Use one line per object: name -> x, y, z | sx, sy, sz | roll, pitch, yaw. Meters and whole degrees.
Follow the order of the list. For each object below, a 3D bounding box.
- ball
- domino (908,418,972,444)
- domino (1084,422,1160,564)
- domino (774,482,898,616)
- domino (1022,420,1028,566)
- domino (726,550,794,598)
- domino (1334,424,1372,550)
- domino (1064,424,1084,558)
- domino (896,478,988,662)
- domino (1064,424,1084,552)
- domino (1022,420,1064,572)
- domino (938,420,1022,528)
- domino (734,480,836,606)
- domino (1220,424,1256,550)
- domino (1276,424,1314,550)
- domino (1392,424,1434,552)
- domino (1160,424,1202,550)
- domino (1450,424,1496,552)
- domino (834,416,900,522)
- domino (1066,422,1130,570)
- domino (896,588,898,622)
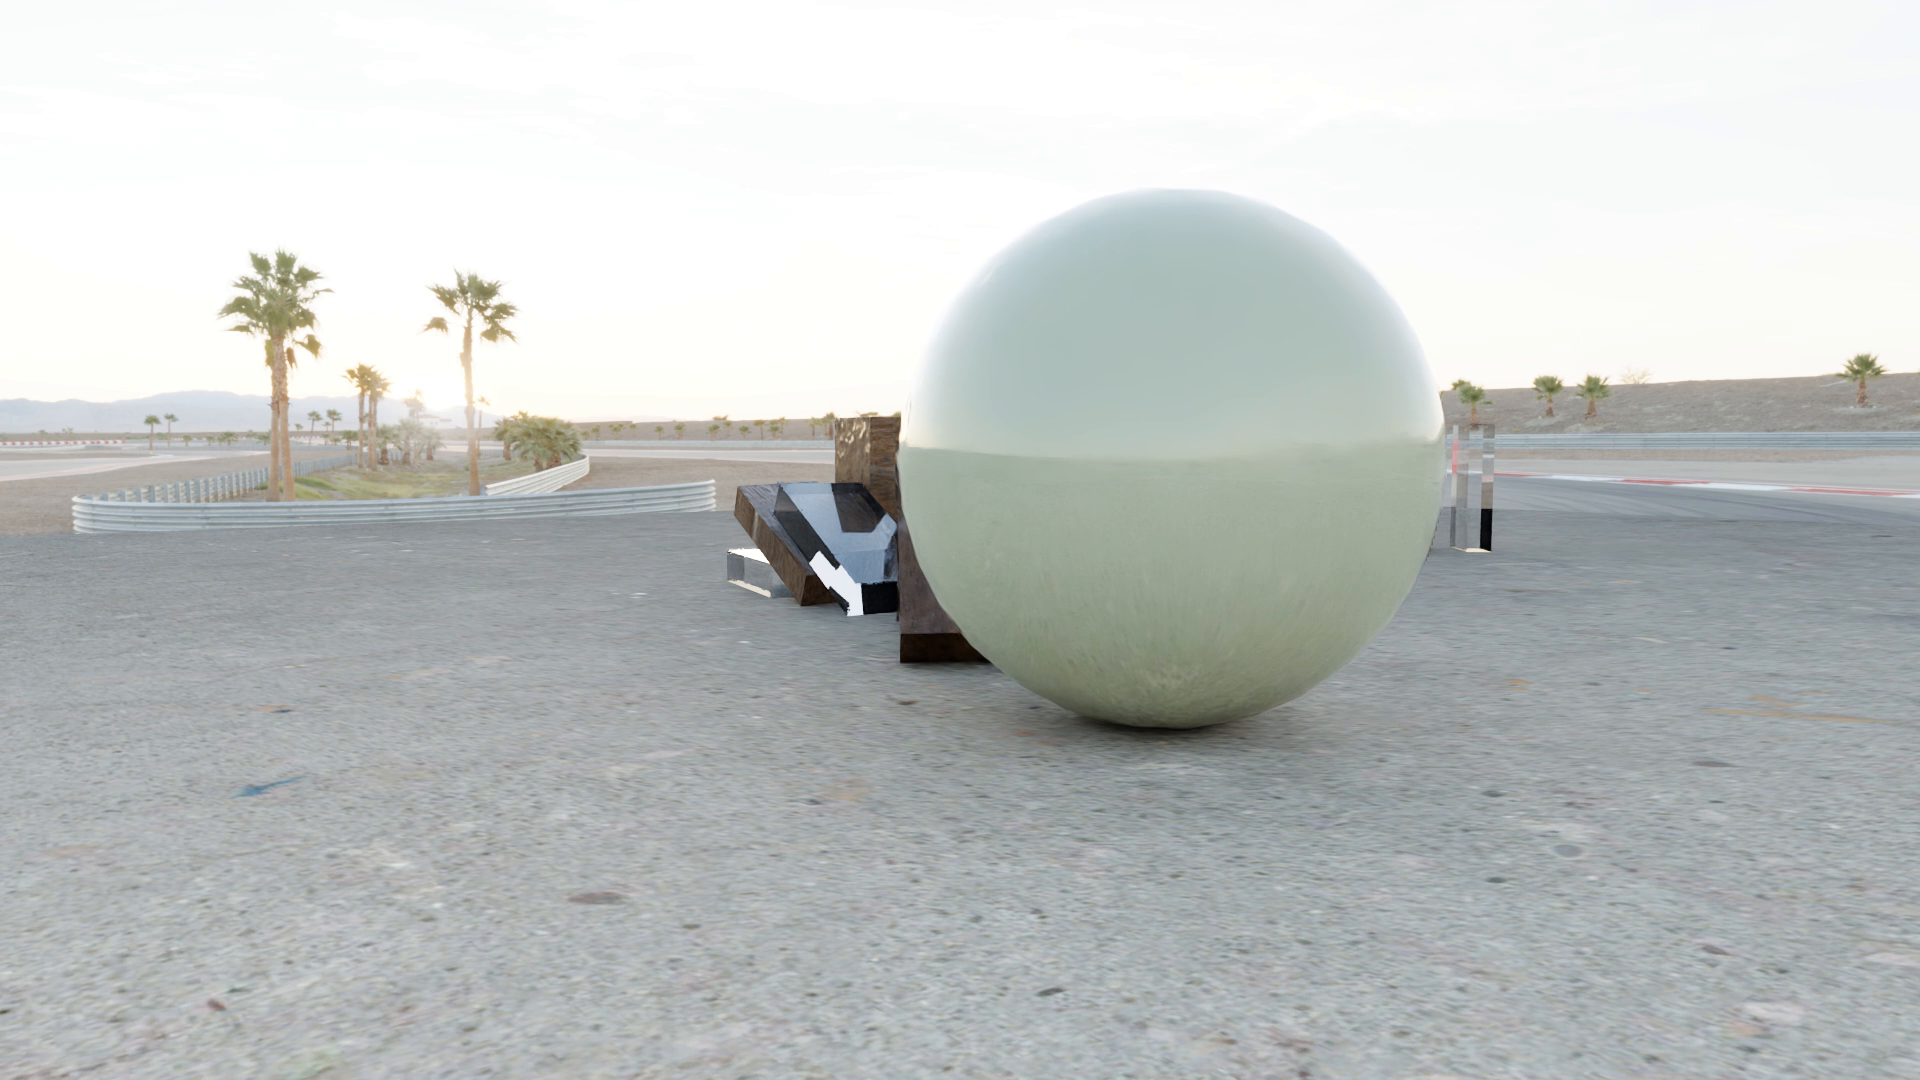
ball -> 0.030, -0.012, 0.193 | 0.080, 0.080, 0.080 | 0, 4, 0
domino -> -0.006, -0.011, 0.379 | 0.010, 0.050, 0.025 | -2, 5, -26
domino -> 0.058, -0.017, 0.462 | 0.025, 0.050, 0.009 | -1, 4, -10
domino -> -0.028, 0.001, 0.340 | 0.025, 0.010, 0.050 | -3, 33, -32
domino -> 0.009, -0.014, 0.420 | 0.025, 0.050, 0.009 | 1, 4, 17
domino -> -0.051, 0.009, 0.381 | 0.025, 0.010, 0.050 | -2, 5, -24
domino -> 0.160, -0.022, 0.522 | 0.010, 0.050, 0.025 | 0, 4, 6
domino -> 0.050, -0.019, 0.483 | 0.025, 0.050, 0.010 | -2, 5, -21
domino -> 0.000, 0.002, 0.263 | 0.025, 0.050, 0.010 | 0, -40, -4
domino -> 0.050, -0.020, 0.505 | 0.025, 0.050, 0.010 | 3, 5, 33
domino -> 0.025, -0.015, 0.435 | 0.009, 0.050, 0.025 | -2, 5, -22
domino -> 0.006, -0.012, 0.397 | 0.025, 0.050, 0.010 | 1, 4, 7
domino -> -0.042, 0.000, 0.358 | 0.025, 0.010, 0.050 | -5, 32, -31
domino -> 0.113, -0.022, 0.526 | 0.010, 0.050, 0.025 | 0, 4, 2
domino -> 0.137, -0.022, 0.524 | 0.010, 0.050, 0.025 | 0, 4, 5
domino -> 0.183, -0.021, 0.519 | 0.010, 0.050, 0.025 | 1, 4, 7
domino -> 0.090, -0.022, 0.525 | 0.010, 0.050, 0.025 | -1, 4, -7
domino -> 0.206, -0.021, 0.516 | 0.010, 0.050, 0.025 | 1, 4, 7
domino -> -0.027, -0.010, 0.371 | 0.009, 0.050, 0.025 | -2, 5, -29
domino -> 0.047, -0.016, 0.443 | 0.009, 0.050, 0.025 | -2, 5, -27
domino -> -0.003, 0.003, 0.323 | 0.025, 0.009, 0.050 | 1, 28, -2
